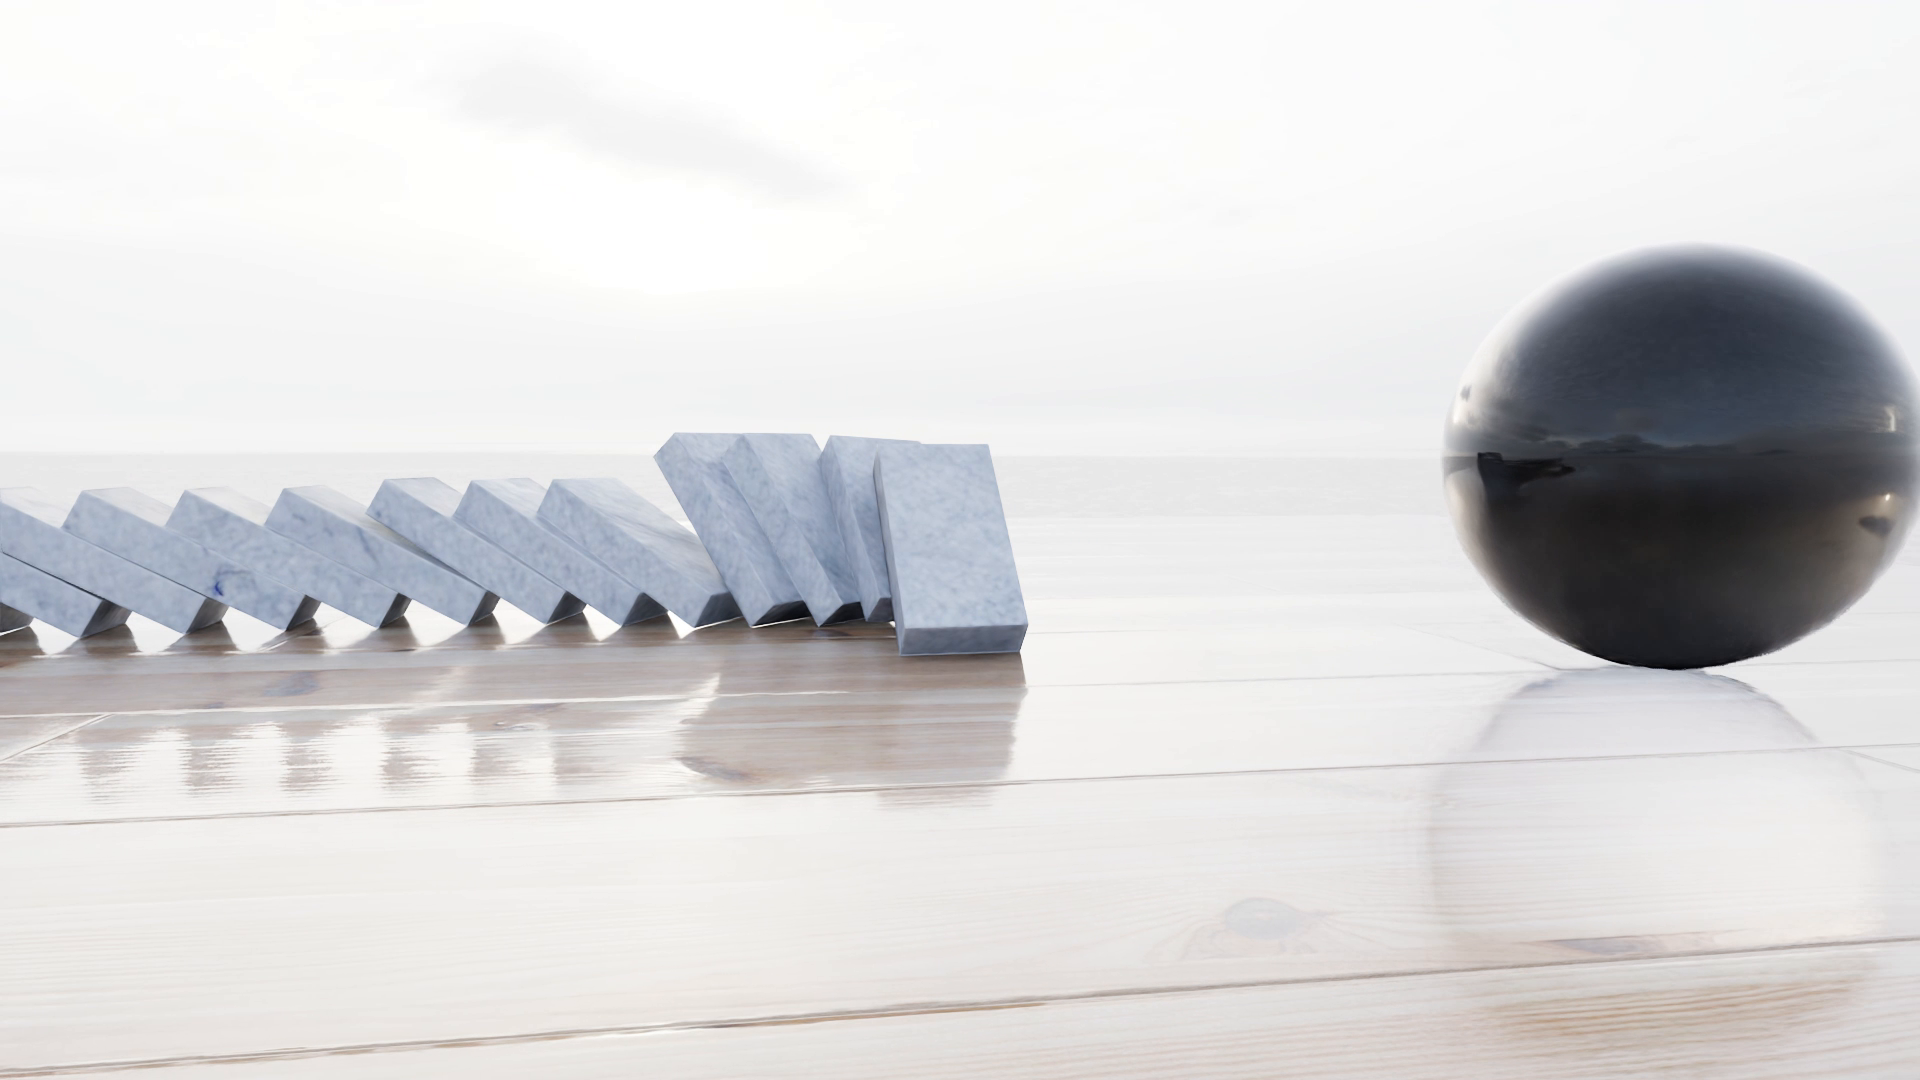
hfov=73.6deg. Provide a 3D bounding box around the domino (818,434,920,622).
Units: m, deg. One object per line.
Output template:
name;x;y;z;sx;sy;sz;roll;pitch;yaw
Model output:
domino;-0.016;-0.003;0.312;0.025;0.050;0.010;2;-39;-29

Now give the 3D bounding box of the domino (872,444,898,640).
domino;-0.004;0.000;0.286;0.025;0.050;0.009;-1;-40;-12

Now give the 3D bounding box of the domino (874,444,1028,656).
domino;-0.003;0.001;0.272;0.025;0.050;0.010;-1;-40;-12

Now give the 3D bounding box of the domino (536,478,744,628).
domino;-0.075;0.002;0.311;0.050;0.010;0.025;34;14;15

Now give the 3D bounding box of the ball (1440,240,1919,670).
ball;0.133;-0.016;0.242;0.080;0.080;0.080;0;4;0

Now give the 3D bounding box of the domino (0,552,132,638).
domino;-0.214;0.004;0.287;0.050;0.009;0.025;30;-3;-13

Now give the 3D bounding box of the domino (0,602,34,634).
domino;-0.233;0.005;0.282;0.050;0.010;0.025;30;-4;-13

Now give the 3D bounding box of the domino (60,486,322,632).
domino;-0.175;0.004;0.298;0.050;0.010;0.025;29;-3;-13

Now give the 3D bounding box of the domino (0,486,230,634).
domino;-0.195;0.004;0.292;0.050;0.010;0.025;29;-3;-13

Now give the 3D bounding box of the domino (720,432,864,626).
domino;-0.036;-0.004;0.314;0.009;0.050;0.025;-42;-19;29

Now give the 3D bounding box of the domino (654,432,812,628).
domino;-0.052;-0.003;0.312;0.010;0.050;0.025;-41;-18;28

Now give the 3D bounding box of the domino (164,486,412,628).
domino;-0.156;0.004;0.303;0.050;0.009;0.025;28;-1;-11

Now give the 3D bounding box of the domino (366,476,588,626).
domino;-0.115;0.002;0.313;0.050;0.009;0.025;32;5;1

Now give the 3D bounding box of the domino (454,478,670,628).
domino;-0.095;0.002;0.313;0.050;0.010;0.025;32;10;9

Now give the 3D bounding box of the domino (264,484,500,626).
domino;-0.136;0.003;0.308;0.050;0.009;0.025;29;0;-8
